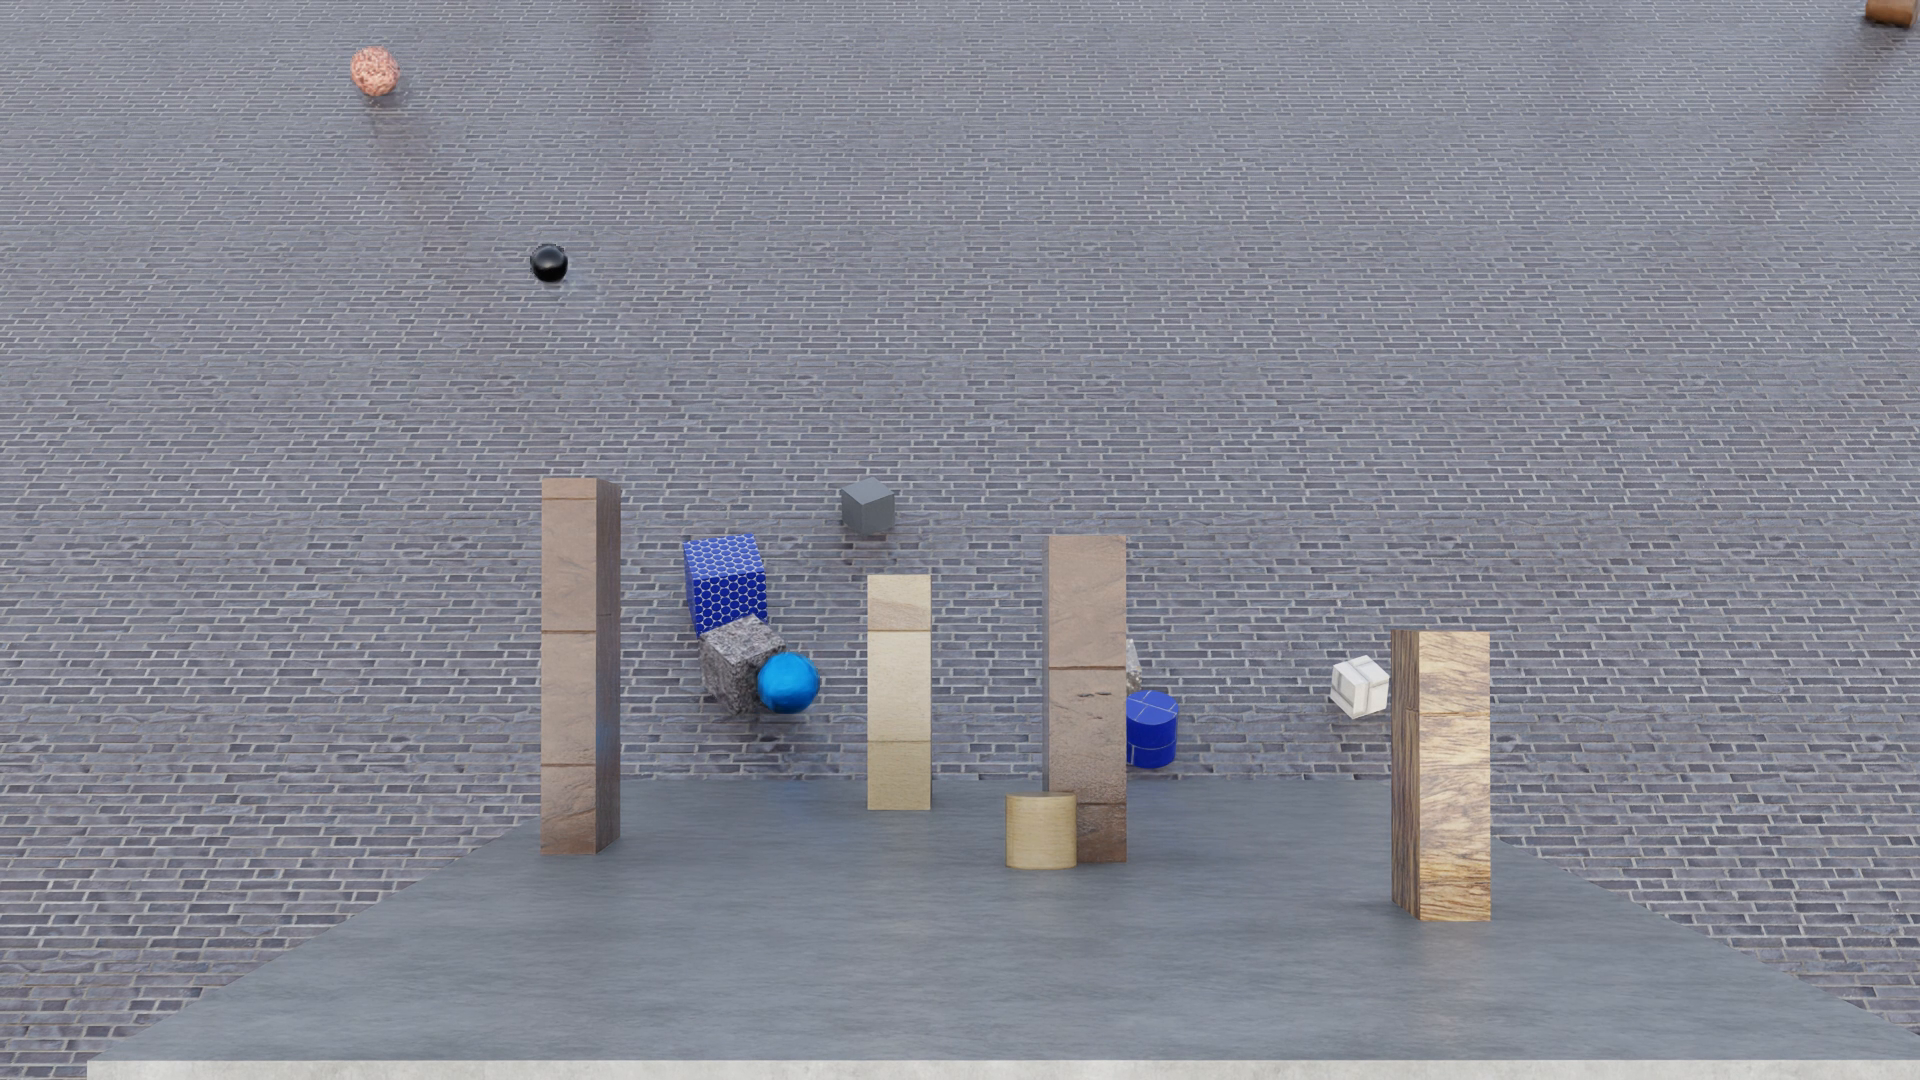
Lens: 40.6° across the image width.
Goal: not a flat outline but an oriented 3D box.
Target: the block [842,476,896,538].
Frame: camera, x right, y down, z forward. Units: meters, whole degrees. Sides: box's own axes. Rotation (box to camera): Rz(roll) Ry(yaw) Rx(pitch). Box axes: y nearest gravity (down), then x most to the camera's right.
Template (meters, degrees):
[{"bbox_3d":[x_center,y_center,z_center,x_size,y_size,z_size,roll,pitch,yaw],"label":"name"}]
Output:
[{"bbox_3d":[-0.281,-0.101,7.918,0.117,0.117,0.117,-21,38,-29],"label":"block"}]

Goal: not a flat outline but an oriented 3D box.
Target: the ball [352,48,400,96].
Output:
[{"bbox_3d":[-2.405,-1.926,10.668,0.195,0.195,0.195,0,33,0],"label":"ball"}]

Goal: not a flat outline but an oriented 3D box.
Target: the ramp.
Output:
[{"bbox_3d":[0.073,0.639,4.751,2.000,0.100,4.000,0,-1,0],"label":"ramp"}]

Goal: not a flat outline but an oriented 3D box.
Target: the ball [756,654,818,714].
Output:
[{"bbox_3d":[-0.471,0.392,7.068,0.166,0.166,0.166,0,33,0],"label":"ball"}]

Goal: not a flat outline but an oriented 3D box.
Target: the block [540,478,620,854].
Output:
[{"bbox_3d":[-0.737,0.240,5.056,0.103,0.708,0.353,0,-1,0],"label":"block"}]

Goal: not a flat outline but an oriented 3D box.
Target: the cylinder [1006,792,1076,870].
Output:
[{"bbox_3d":[0.146,0.523,4.670,0.129,0.129,0.129,0,-1,0],"label":"cylinder"}]

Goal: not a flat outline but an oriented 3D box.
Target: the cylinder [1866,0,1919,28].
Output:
[{"bbox_3d":[4.083,-2.352,11.325,0.195,0.195,0.195,18,37,25],"label":"cylinder"}]

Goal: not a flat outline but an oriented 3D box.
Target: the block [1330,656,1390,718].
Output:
[{"bbox_3d":[1.101,0.405,7.143,0.110,0.110,0.110,-15,36,-22],"label":"block"}]

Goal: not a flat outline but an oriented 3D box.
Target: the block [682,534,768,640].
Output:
[{"bbox_3d":[-0.676,0.133,7.477,0.205,0.205,0.205,-8,34,-11],"label":"block"}]

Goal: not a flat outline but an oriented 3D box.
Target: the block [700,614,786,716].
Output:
[{"bbox_3d":[-0.598,0.344,7.178,0.174,0.174,0.174,-21,39,-29],"label":"block"}]

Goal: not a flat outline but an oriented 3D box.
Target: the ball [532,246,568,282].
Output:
[{"bbox_3d":[-1.468,-0.986,9.274,0.130,0.130,0.130,0,33,0],"label":"ball"}]

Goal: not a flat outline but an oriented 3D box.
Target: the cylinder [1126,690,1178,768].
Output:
[{"bbox_3d":[0.508,0.508,6.949,0.149,0.149,0.149,0,33,0],"label":"cylinder"}]

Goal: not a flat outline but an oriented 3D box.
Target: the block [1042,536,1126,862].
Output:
[{"bbox_3d":[0.233,0.294,4.933,0.141,0.597,0.392,0,-1,0],"label":"block"}]

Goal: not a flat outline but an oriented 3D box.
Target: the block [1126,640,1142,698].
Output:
[{"bbox_3d":[0.408,0.385,7.134,0.154,0.154,0.154,-4,33,-5],"label":"block"}]

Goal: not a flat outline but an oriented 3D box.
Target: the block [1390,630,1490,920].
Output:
[{"bbox_3d":[0.745,0.358,4.034,0.106,0.435,0.258,0,-1,0],"label":"block"}]

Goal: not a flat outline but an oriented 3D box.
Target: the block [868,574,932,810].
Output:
[{"bbox_3d":[-0.138,0.348,6.063,0.142,0.530,0.404,0,-1,0],"label":"block"}]
